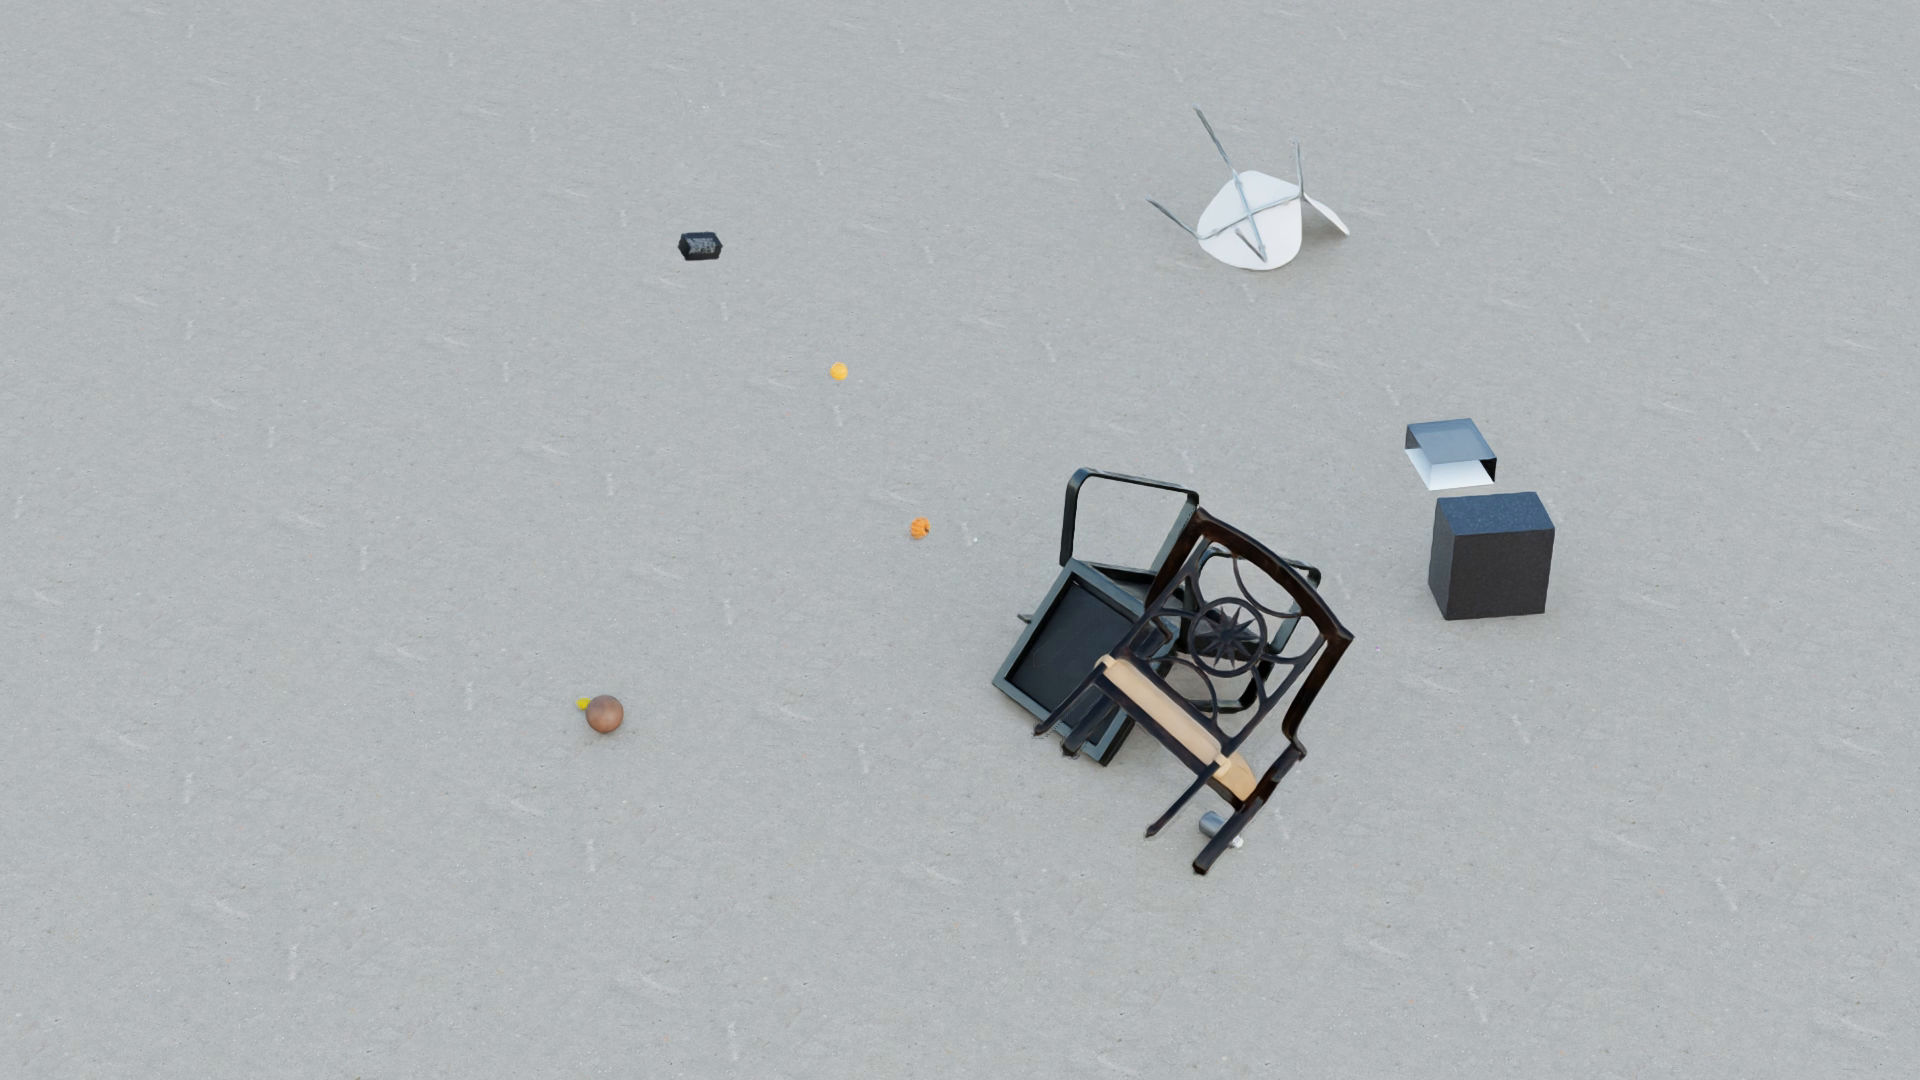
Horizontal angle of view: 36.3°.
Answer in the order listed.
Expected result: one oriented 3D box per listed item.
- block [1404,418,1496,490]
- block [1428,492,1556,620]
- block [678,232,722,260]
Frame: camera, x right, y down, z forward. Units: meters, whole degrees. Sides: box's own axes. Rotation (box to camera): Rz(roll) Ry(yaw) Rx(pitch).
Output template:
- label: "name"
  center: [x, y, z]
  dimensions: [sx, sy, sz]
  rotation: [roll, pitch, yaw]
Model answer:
- label: "block"
  center: [1.897, -0.334, 11.345]
  dimensions: [0.260, 0.116, 0.303]
  rotation: [-6, 34, -9]
- label: "block"
  center: [1.904, 0.058, 10.523]
  dimensions: [0.365, 0.367, 0.246]
  rotation: [-4, 34, -6]
- label: "block"
  center: [-1.046, -1.182, 11.804]
  dimensions: [0.144, 0.069, 0.089]
  rotation: [-7, 48, -33]
